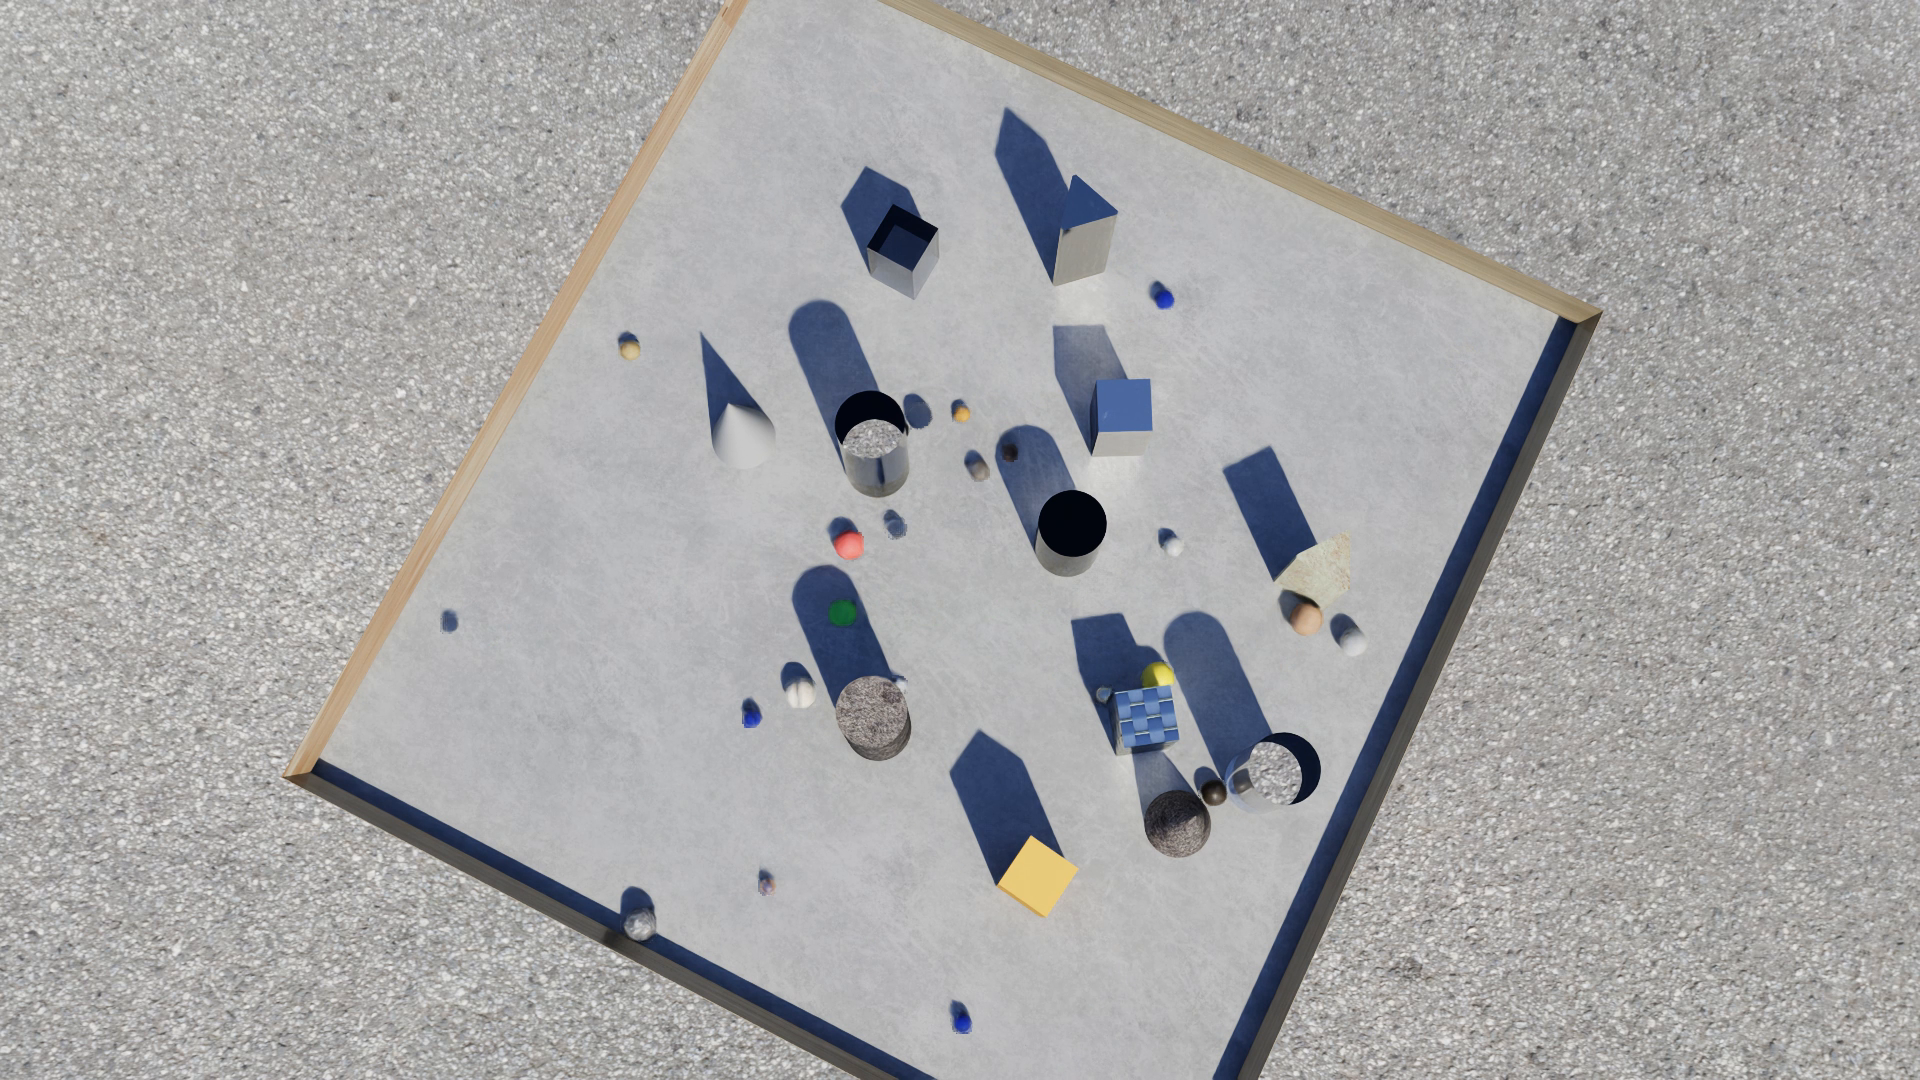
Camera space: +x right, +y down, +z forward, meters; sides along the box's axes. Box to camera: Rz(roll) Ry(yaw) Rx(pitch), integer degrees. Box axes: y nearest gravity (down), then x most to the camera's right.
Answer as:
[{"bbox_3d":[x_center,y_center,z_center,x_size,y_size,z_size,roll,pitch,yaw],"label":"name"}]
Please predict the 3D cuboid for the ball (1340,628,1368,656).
[{"bbox_3d":[1.184,0.306,5.511,0.083,0.083,0.083,0,78,0],"label":"ball"}]

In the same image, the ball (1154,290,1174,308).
[{"bbox_3d":[0.641,-0.755,5.742,0.060,0.060,0.060,0,78,0],"label":"ball"}]

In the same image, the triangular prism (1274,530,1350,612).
[{"bbox_3d":[1.069,0.072,5.404,0.172,0.388,0.149,33,80,6],"label":"triangular prism"}]

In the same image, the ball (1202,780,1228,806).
[{"bbox_3d":[0.752,0.750,5.422,0.077,0.077,0.077,0,78,0],"label":"ball"}]

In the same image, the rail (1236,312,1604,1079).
[{"bbox_3d":[1.277,0.632,5.419,0.045,0.129,3.047,26,80,5],"label":"rail"}]

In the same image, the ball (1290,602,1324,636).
[{"bbox_3d":[1.043,0.239,5.516,0.100,0.100,0.100,0,78,0],"label":"ball"}]

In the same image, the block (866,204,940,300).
[{"bbox_3d":[-0.173,-0.887,5.666,0.159,0.263,0.159,29,80,6],"label":"block"}]

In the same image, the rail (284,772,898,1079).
[{"bbox_3d":[-0.671,1.320,5.276,2.904,0.129,0.045,26,80,5],"label":"rail"}]

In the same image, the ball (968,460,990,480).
[{"bbox_3d":[0.058,-0.216,5.630,0.062,0.062,0.062,0,78,0],"label":"ball"}]

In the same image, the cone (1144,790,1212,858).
[{"bbox_3d":[0.646,0.800,5.233,0.199,0.426,0.199,0,78,0],"label":"cone"}]

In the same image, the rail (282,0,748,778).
[{"bbox_3d":[-1.277,-0.619,5.678,0.045,0.129,3.047,26,80,5],"label":"rail"}]

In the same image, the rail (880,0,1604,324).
[{"bbox_3d":[0.671,-1.307,5.820,2.904,0.129,0.045,26,80,5],"label":"rail"}]

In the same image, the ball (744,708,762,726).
[{"bbox_3d":[-0.619,0.531,5.479,0.054,0.054,0.054,0,78,0],"label":"ball"}]

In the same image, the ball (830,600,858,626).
[{"bbox_3d":[-0.351,0.220,5.529,0.082,0.082,0.082,0,78,0],"label":"ball"}]

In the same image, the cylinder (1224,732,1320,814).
[{"bbox_3d":[0.889,0.672,5.242,0.199,0.461,0.199,0,78,0],"label":"cylinder"}]

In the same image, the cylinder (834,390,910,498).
[{"bbox_3d":[-0.255,-0.277,5.423,0.199,0.491,0.199,0,78,0],"label":"cylinder"}]

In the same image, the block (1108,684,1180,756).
[{"bbox_3d":[0.534,0.530,5.360,0.159,0.287,0.159,-8,78,-2],"label":"block"}]

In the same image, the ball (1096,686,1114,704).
[{"bbox_3d":[0.434,0.463,5.493,0.055,0.055,0.055,0,78,0],"label":"ball"}]

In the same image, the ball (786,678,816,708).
[{"bbox_3d":[-0.476,0.458,5.475,0.092,0.092,0.092,0,78,0],"label":"ball"}]

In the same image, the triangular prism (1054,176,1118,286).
[{"bbox_3d":[0.355,-0.946,5.564,0.172,0.486,0.149,-17,79,-3],"label":"triangular prism"}]

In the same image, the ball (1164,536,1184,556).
[{"bbox_3d":[0.650,0.021,5.581,0.061,0.061,0.061,0,78,0],"label":"ball"}]

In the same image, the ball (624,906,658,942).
[{"bbox_3d":[-0.931,1.118,5.334,0.098,0.098,0.098,0,78,0],"label":"ball"}]

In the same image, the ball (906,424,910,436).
[{"bbox_3d":[-0.185,-0.341,5.657,0.059,0.059,0.059,0,78,0],"label":"ball"}]

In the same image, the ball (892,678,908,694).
[{"bbox_3d":[-0.183,0.439,5.501,0.049,0.049,0.049,0,78,0],"label":"ball"}]

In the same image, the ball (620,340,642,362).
[{"bbox_3d":[-1.026,-0.589,5.705,0.066,0.066,0.066,0,78,0],"label":"ball"}]

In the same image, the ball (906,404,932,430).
[{"bbox_3d":[-0.124,-0.380,5.655,0.079,0.079,0.079,0,78,0],"label":"ball"}]

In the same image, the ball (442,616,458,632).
[{"bbox_3d":[-1.541,0.256,5.538,0.049,0.049,0.049,0,78,0],"label":"ball"}]

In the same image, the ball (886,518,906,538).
[{"bbox_3d":[-0.195,-0.036,5.595,0.057,0.057,0.057,0,78,0],"label":"ball"}]

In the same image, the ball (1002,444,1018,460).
[{"bbox_3d":[0.155,-0.273,5.649,0.048,0.048,0.048,0,78,0],"label":"ball"}]

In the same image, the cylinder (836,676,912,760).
[{"bbox_3d":[-0.245,0.519,5.283,0.199,0.444,0.199,0,78,0],"label":"cylinder"}]

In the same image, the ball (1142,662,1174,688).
[{"bbox_3d":[0.591,0.413,5.482,0.097,0.097,0.097,0,78,0],"label":"ball"}]

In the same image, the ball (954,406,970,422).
[{"bbox_3d":[0.006,-0.389,5.671,0.051,0.051,0.051,0,78,0],"label":"ball"}]

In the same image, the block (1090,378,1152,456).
[{"bbox_3d":[0.485,-0.367,5.541,0.159,0.296,0.159,-1,78,0],"label":"block"}]

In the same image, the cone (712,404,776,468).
[{"bbox_3d":[-0.670,-0.356,5.491,0.199,0.390,0.199,0,78,0],"label":"cone"}]

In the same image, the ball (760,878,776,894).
[{"bbox_3d":[-0.563,1.018,5.382,0.046,0.046,0.046,0,78,0],"label":"ball"}]

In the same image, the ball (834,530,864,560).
[{"bbox_3d":[-0.338,0.015,5.568,0.089,0.089,0.089,0,78,0],"label":"ball"}]

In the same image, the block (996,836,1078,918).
[{"bbox_3d":[0.216,0.963,5.228,0.159,0.371,0.159,34,80,7],"label":"block"}]

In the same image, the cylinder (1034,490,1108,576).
[{"bbox_3d":[0.326,-0.016,5.459,0.199,0.315,0.199,0,78,0],"label":"cylinder"}]

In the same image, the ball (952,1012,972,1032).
[{"bbox_3d":[0.007,1.396,5.300,0.055,0.055,0.055,0,78,0],"label":"ball"}]
